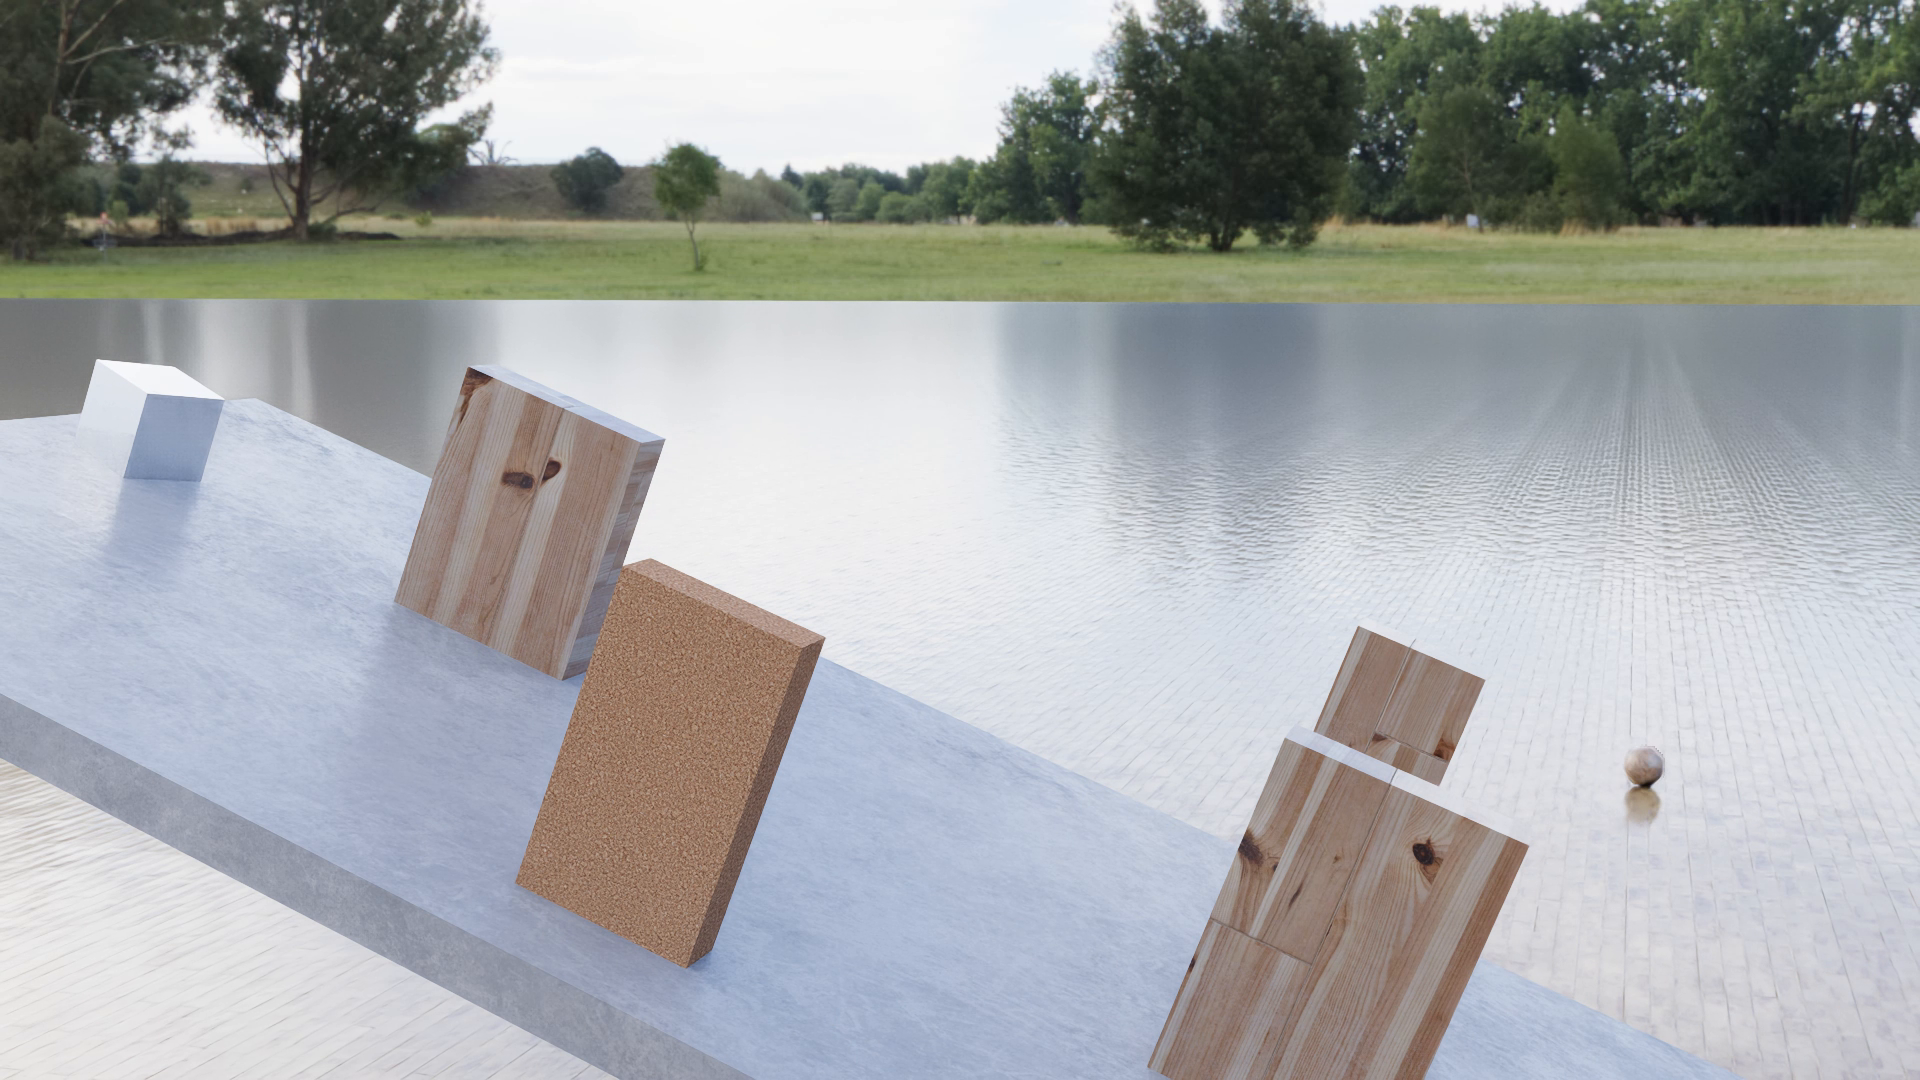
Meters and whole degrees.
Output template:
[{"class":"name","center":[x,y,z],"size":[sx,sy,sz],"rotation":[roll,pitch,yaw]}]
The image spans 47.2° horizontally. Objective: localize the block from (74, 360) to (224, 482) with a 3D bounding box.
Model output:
[{"class":"block","center":[-1.758,-0.257,4.767],"size":[0.194,0.194,0.194],"rotation":[28,15,31]}]

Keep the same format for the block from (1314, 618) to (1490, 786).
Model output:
[{"class":"block","center":[0.866,0.512,4.678],"size":[0.282,0.625,0.119],"rotation":[24,13,13]}]

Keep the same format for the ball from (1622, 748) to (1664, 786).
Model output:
[{"class":"ball","center":[2.476,0.822,7.970],"size":[0.141,0.141,0.141],"rotation":[0,7,0]}]

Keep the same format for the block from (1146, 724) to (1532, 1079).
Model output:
[{"class":"block","center":[0.620,0.674,3.620],"size":[0.415,0.616,0.115],"rotation":[24,13,13]}]

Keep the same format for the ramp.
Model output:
[{"class":"ramp","center":[-0.320,0.576,4.203],"size":[4.000,0.100,2.000],"rotation":[24,13,13]}]

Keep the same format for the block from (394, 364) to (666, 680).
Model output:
[{"class":"block","center":[-0.880,-0.039,4.480],"size":[0.406,0.520,0.113],"rotation":[24,13,13]}]

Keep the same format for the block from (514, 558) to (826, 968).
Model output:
[{"class":"block","center":[-0.457,0.347,3.443],"size":[0.314,0.552,0.102],"rotation":[24,13,13]}]
